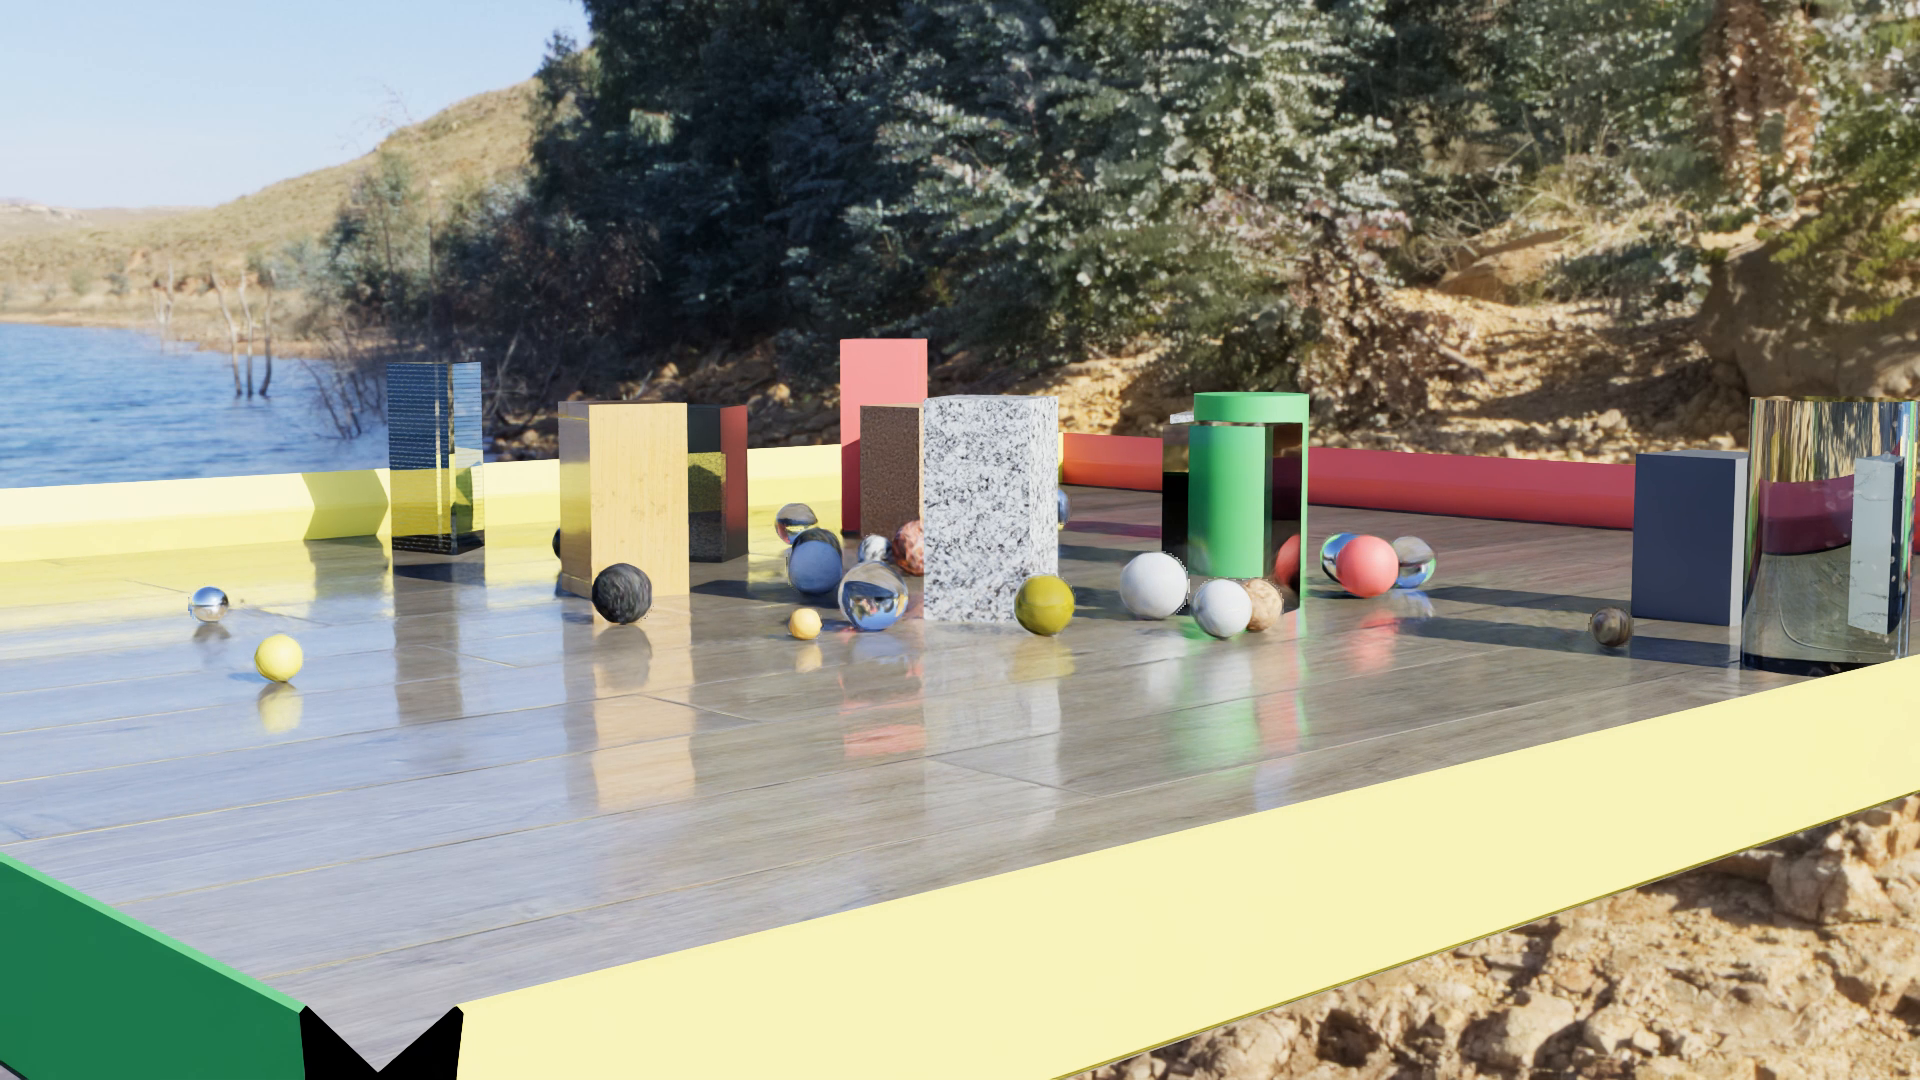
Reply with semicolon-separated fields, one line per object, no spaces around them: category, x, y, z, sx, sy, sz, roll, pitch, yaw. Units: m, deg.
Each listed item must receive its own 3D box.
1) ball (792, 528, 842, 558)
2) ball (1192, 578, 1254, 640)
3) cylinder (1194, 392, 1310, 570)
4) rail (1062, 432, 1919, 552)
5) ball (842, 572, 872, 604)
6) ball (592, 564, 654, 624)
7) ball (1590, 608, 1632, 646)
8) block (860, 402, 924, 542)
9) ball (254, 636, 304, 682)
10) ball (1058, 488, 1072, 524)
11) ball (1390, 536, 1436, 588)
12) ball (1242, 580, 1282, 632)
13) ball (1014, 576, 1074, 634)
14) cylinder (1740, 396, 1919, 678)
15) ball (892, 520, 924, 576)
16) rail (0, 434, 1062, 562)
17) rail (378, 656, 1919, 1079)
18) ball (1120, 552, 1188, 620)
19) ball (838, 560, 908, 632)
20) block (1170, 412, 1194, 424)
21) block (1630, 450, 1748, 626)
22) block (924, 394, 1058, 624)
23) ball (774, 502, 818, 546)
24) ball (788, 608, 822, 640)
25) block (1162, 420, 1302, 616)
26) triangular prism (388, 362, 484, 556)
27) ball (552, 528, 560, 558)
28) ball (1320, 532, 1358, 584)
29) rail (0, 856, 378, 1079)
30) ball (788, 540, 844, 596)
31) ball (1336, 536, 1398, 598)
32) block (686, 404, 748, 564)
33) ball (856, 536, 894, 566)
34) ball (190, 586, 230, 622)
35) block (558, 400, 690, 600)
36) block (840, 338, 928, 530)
ball;-0.239;0.021;3.669;0.084;0.084;0.084;0;6;0
ball;0.356;0.094;2.990;0.084;0.084;0.084;0;6;0
cylinder;0.502;-0.102;3.806;0.197;0.301;0.197;0;6;0
rail;1.310;-0.092;4.534;0.045;0.128;3.131;-5;8;-42
ball;-0.156;0.073;3.351;0.047;0.047;0.047;0;6;0
ball;-0.481;0.076;3.130;0.087;0.087;0.087;0;6;0
ball;0.864;0.116;2.918;0.052;0.052;0.052;0;6;0
block;-0.083;-0.132;4.287;0.158;0.261;0.158;5;8;42
ball;-0.820;0.142;2.646;0.056;0.056;0.056;0;6;0
ball;0.189;-0.069;4.547;0.081;0.081;0.081;0;6;0
ball;0.726;0.034;3.547;0.084;0.084;0.084;0;6;0
ball;0.411;0.091;3.057;0.073;0.073;0.073;0;6;0
ball;0.115;0.089;3.022;0.081;0.081;0.081;0;6;0
cylinder;1.086;-0.009;2.750;0.197;0.335;0.197;0;6;0
ball;-0.068;0.014;3.690;0.094;0.094;0.094;0;6;0
rail;-1.046;-0.084;4.459;3.613;0.128;0.045;-5;8;-42
rail;1.046;0.151;2.205;3.613;0.128;0.045;-5;8;-42
ball;0.279;0.066;3.176;0.098;0.098;0.098;0;6;0
ball;-0.121;0.077;3.062;0.099;0.099;0.099;0;6;0
block;0.506;-0.128;4.334;0.158;0.242;0.158;2;6;16
block;1.095;-0.007;3.204;0.158;0.237;0.158;-5;8;-41
block;0.047;-0.049;3.212;0.158;0.319;0.158;2;6;17
ball;-0.311;-0.030;4.170;0.083;0.083;0.083;0;6;0
ball;-0.210;0.114;2.977;0.044;0.044;0.044;0;6;0
block;0.403;-0.033;3.251;0.158;0.279;0.158;3;7;28
triangular prism;-0.948;-0.156;4.098;0.171;0.348;0.148;4;7;35
ball;-0.681;0.005;3.871;0.074;0.074;0.074;0;6;0
ball;0.630;0.030;3.586;0.085;0.085;0.085;0;6;0
rail;-1.310;0.159;2.129;0.045;0.128;3.131;-5;8;-42
ball;-0.226;0.044;3.438;0.087;0.087;0.087;0;6;0
ball;0.632;0.042;3.415;0.097;0.097;0.097;0;6;0
block;-0.482;-0.105;3.967;0.158;0.273;0.158;1;6;12
ball;-0.141;0.025;3.720;0.066;0.066;0.066;0;6;0
ball;-1.072;0.092;3.142;0.053;0.053;0.053;0;6;0
block;-0.533;-0.068;3.481;0.158;0.300;0.158;-3;7;-27
block;-0.155;-0.219;4.518;0.158;0.385;0.158;1;6;6
